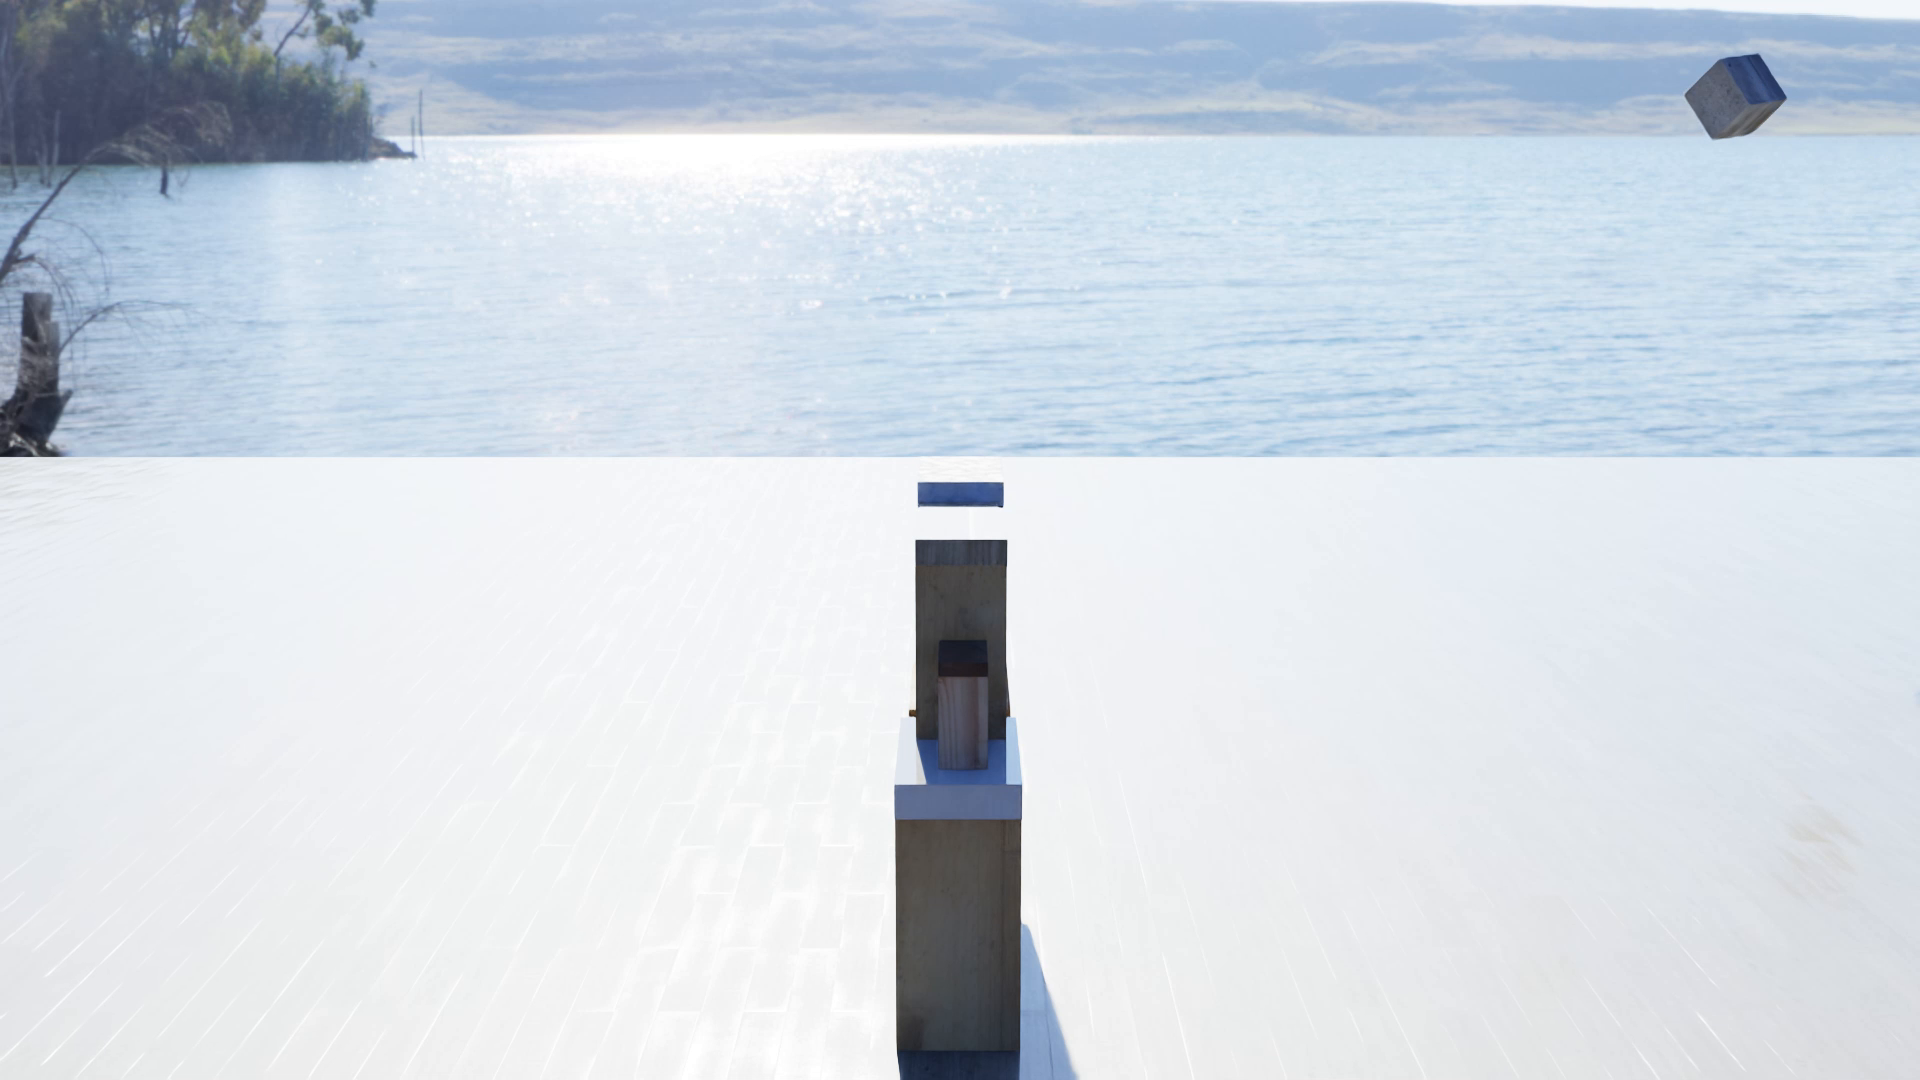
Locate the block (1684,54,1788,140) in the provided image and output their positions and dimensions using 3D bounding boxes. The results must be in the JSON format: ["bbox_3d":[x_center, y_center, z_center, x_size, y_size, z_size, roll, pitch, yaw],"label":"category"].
[{"bbox_3d":[2.038,-1.164,5.780,0.151,0.151,0.151,-13,-22,-30],"label":"block"}]

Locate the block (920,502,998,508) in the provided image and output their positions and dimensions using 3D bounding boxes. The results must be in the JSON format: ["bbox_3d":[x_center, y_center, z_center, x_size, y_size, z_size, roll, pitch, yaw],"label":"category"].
[{"bbox_3d":[-0.002,-0.021,3.472,0.127,0.036,0.255,0,11,0],"label":"block"}]

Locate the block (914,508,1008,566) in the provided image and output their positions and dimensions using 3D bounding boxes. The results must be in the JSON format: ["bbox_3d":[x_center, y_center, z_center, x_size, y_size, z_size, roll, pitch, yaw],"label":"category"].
[{"bbox_3d":[0.002,-0.007,3.207,0.130,0.037,0.260,0,11,0],"label":"block"}]

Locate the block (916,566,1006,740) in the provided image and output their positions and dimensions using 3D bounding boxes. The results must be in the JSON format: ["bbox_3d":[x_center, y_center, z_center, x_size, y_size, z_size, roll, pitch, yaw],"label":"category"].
[{"bbox_3d":[0.001,0.155,3.149,0.130,0.260,0.037,0,11,0],"label":"block"}]

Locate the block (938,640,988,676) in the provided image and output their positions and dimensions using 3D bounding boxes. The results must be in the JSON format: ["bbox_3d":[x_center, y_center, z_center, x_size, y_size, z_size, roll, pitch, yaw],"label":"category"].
[{"bbox_3d":[0.004,0.163,3.033,0.067,0.019,0.134,0,11,0],"label":"block"}]

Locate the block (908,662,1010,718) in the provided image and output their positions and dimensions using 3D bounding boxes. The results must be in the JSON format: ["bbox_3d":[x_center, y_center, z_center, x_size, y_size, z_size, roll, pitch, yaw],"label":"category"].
[{"bbox_3d":[0.000,0.257,3.591,0.159,0.045,0.319,0,11,0],"label":"block"}]

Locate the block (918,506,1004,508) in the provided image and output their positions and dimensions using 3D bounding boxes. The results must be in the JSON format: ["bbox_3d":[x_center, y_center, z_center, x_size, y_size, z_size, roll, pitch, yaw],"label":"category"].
[{"bbox_3d":[0.001,0.075,3.672,0.142,0.283,0.040,0,11,0],"label":"block"}]

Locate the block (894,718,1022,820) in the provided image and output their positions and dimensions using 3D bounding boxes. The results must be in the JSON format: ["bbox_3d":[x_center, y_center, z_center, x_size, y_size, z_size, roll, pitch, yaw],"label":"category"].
[{"bbox_3d":[-0.002,0.319,3.111,0.172,0.049,0.344,0,11,0],"label":"block"}]

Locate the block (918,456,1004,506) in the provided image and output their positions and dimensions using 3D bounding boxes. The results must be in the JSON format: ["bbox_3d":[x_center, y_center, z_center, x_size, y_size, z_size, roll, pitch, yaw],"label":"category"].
[{"bbox_3d":[0.001,-0.101,3.735,0.142,0.040,0.283,0,11,0],"label":"block"}]

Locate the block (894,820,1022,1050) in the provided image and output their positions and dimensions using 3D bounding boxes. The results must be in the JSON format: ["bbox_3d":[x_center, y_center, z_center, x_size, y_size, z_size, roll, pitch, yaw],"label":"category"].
[{"bbox_3d":[-0.002,0.533,3.034,0.172,0.344,0.049,0,11,0],"label":"block"}]

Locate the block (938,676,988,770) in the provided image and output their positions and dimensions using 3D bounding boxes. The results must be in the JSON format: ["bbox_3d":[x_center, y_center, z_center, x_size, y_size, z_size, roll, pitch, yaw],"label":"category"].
[{"bbox_3d":[0.004,0.246,3.003,0.067,0.134,0.019,0,11,0],"label":"block"}]
